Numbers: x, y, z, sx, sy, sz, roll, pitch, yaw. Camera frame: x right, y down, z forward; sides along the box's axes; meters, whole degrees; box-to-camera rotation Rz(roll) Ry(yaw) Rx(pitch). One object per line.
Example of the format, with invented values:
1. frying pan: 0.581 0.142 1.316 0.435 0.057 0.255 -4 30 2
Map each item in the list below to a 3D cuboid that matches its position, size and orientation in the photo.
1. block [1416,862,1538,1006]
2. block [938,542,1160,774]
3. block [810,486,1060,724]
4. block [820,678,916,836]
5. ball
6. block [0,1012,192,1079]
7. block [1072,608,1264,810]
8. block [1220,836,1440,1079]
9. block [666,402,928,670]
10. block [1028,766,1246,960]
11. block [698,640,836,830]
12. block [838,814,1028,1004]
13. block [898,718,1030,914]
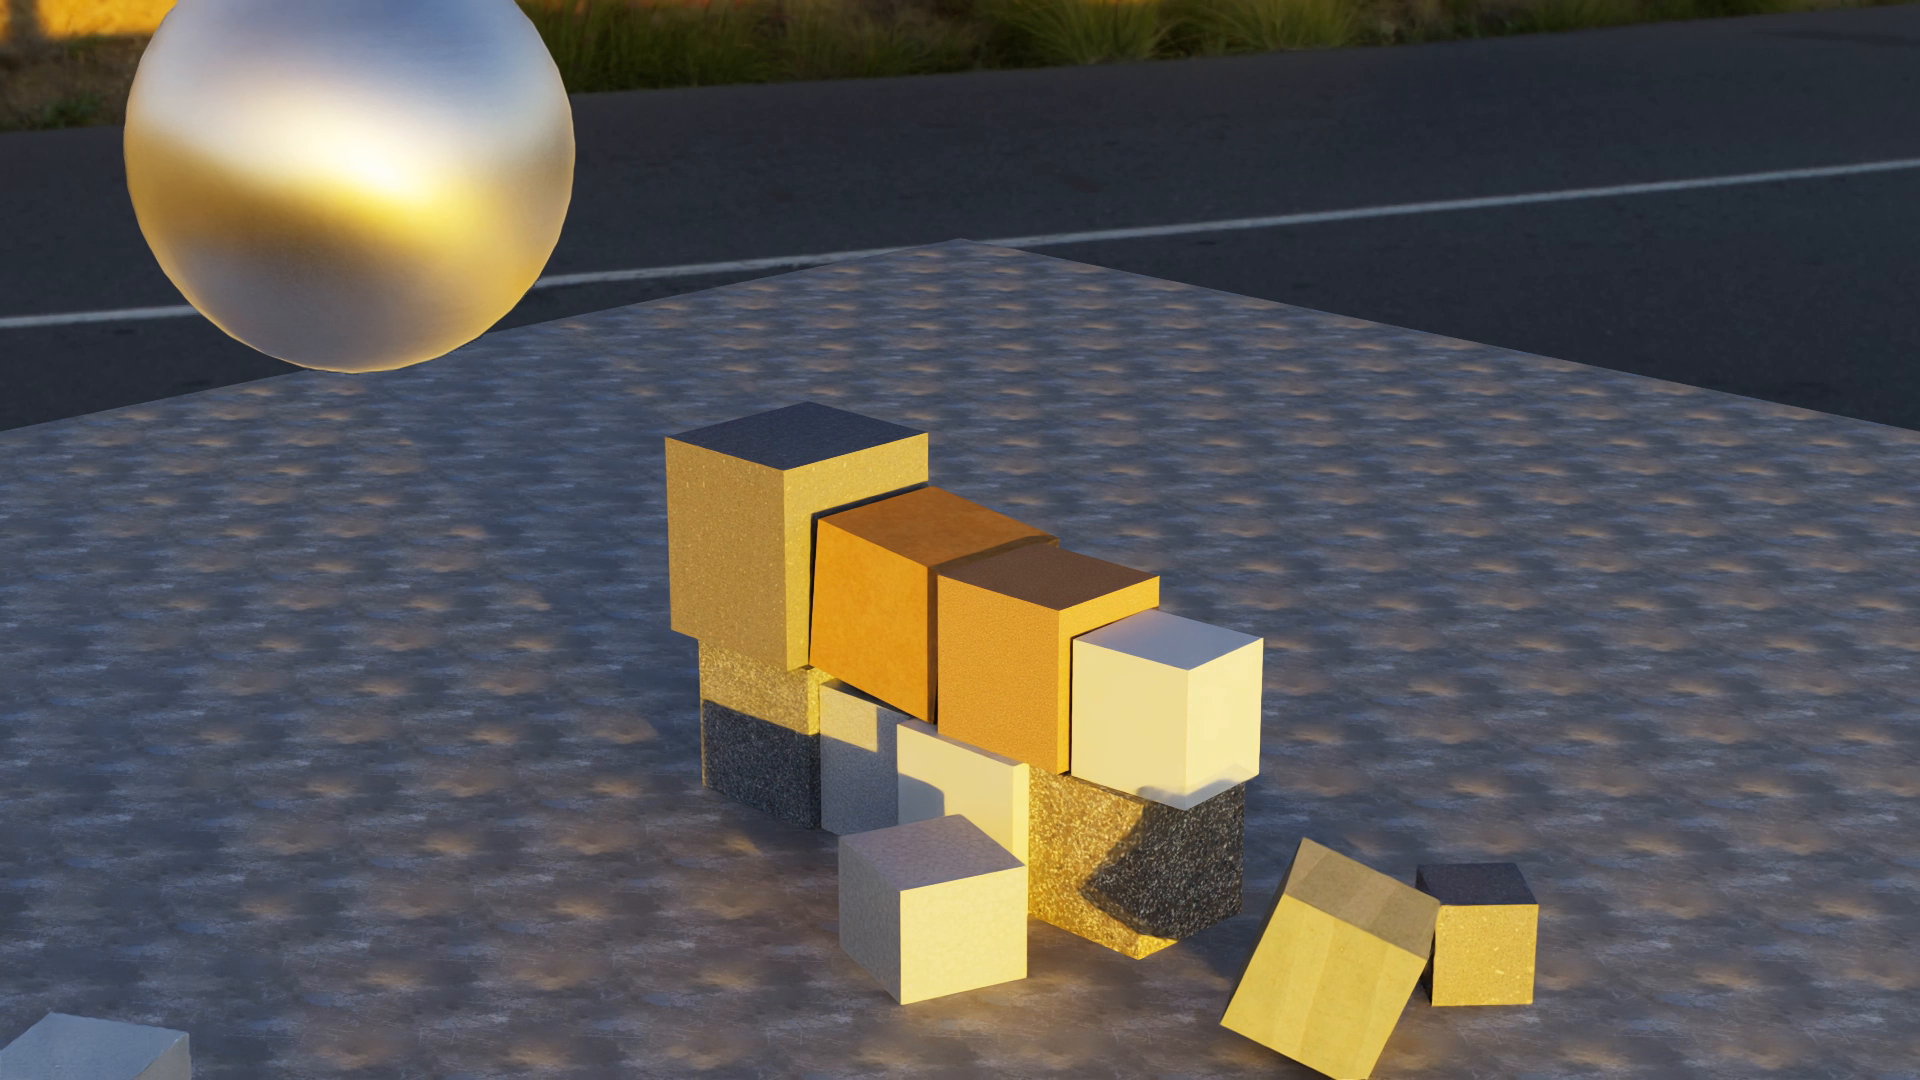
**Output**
1. block: 2.161 1.654 12.326 0.420 0.452 0.425 -1 17 -3
2. block: 0.390 0.512 13.033 0.717 0.746 0.662 16 23 41
3. block: -0.124 0.288 13.627 0.822 0.735 0.753 23 28 39
4. block: -0.203 1.015 13.899 0.604 0.729 0.690 17 24 42
5. ball: -2.195 -1.405 10.599 1.600 1.600 1.600 0 17 0
6. block: -3.185 2.137 10.595 0.573 0.570 0.631 5 18 15
7. block: 0.889 0.720 12.616 0.609 0.625 0.538 14 22 38
8. block: 1.478 1.678 11.658 0.605 0.631 0.571 25 21 6
9. block: -0.779 -0.040 14.145 0.837 0.972 0.931 16 24 42
10. block: 0.779 1.320 12.947 0.689 0.718 0.653 -17 24 -42
11. block: -0.704 0.827 14.361 0.789 0.811 0.814 17 24 42
12. block: -0.121 1.565 12.509 0.586 0.514 0.631 -8 19 -25
13. block: 0.284 1.167 13.412 0.873 0.731 0.732 -17 24 -42
